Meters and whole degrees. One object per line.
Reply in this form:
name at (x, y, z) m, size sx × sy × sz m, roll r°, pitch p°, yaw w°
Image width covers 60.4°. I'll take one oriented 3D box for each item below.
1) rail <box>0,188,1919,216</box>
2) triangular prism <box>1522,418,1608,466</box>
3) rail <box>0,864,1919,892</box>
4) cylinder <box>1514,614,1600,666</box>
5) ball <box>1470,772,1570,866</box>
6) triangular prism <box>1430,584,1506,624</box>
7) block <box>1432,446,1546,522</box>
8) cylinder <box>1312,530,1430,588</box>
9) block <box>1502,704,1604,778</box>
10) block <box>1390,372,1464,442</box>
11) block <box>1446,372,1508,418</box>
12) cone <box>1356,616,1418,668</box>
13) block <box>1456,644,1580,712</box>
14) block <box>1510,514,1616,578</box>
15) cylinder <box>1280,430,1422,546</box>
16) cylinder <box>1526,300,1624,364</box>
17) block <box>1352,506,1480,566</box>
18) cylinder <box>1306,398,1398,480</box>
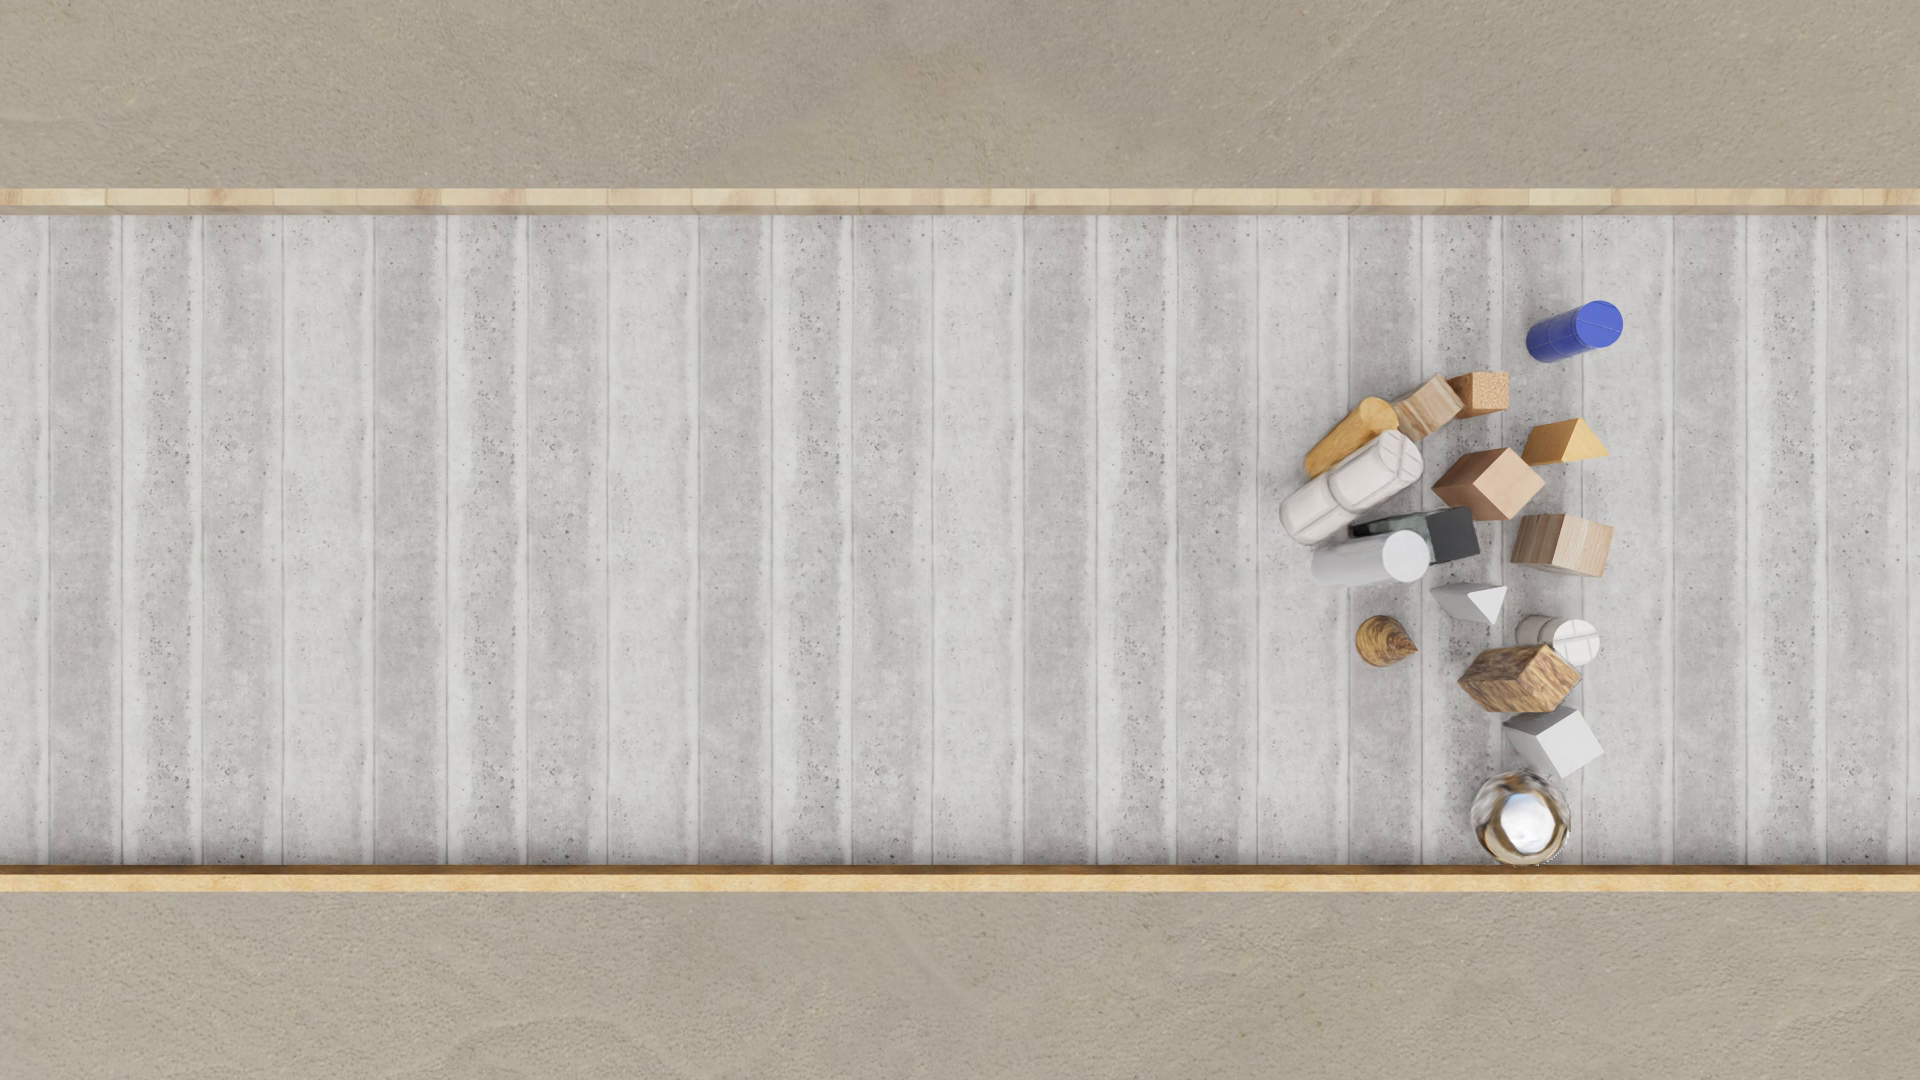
rail at (-2.247, -1.025, 5.002) m, size 12.000 × 0.150 × 0.050 m, roll 0°, pitch 90°, yaw 0°
triangular prism at (1.777, -0.292, 4.890) m, size 0.135 × 0.373 × 0.117 m, roll -8°, pitch 90°, yaw 0°
rail at (-2.247, 1.025, 5.001) m, size 12.000 × 0.150 × 0.050 m, roll 0°, pitch 90°, yaw 0°
cylinder at (1.775, 0.296, 4.913) m, size 0.134 × 0.328 × 0.134 m, roll 0°, pitch 90°, yaw 0°
ball at (1.645, 0.818, 4.849) m, size 0.274 × 0.274 × 0.274 m, roll 0°, pitch 90°, yaw 0°
triangular prism at (1.519, 0.165, 4.885) m, size 0.097 × 0.384 × 0.113 m, roll -41°, pitch 90°, yaw 0°
block at (1.551, -0.160, 4.867) m, size 0.146 × 0.420 × 0.146 m, roll 44°, pitch 90°, yaw 0°
cylinder at (1.198, 0.061, 4.838) m, size 0.144 × 0.456 × 0.144 m, roll 1°, pitch 86°, yaw -13°
block at (1.764, 0.590, 4.922) m, size 0.145 × 0.309 × 0.145 m, roll -32°, pitch 90°, yaw 0°
block at (1.322, -0.354, 4.893) m, size 0.121 × 0.346 × 0.121 m, roll -38°, pitch 89°, yaw -25°
block at (1.508, -0.426, 4.888) m, size 0.104 × 0.373 × 0.104 m, roll 0°, pitch 90°, yaw -2°
cone at (1.297, 0.312, 4.870) m, size 0.162 × 0.413 × 0.162 m, roll 0°, pitch 90°, yaw 0°
block at (1.636, 0.412, 4.857) m, size 0.135 × 0.423 × 0.135 m, roll 42°, pitch 81°, yaw 0°
block at (1.784, 0.017, 4.897) m, size 0.149 × 0.360 × 0.149 m, roll 15°, pitch 90°, yaw 0°
cylinder at (1.146, -0.150, 4.856) m, size 0.166 × 0.436 × 0.166 m, roll 15°, pitch 58°, yaw -26°
cylinder at (1.809, -0.611, 4.871) m, size 0.134 × 0.411 × 0.134 m, roll 0°, pitch 90°, yaw 0°
block at (1.332, -0.002, 4.843) m, size 0.140 × 0.447 × 0.140 m, roll -13°, pitch 90°, yaw -14°
cylinder at (1.163, -0.289, 4.910) m, size 0.128 × 0.314 × 0.128 m, roll 9°, pitch 61°, yaw -17°
